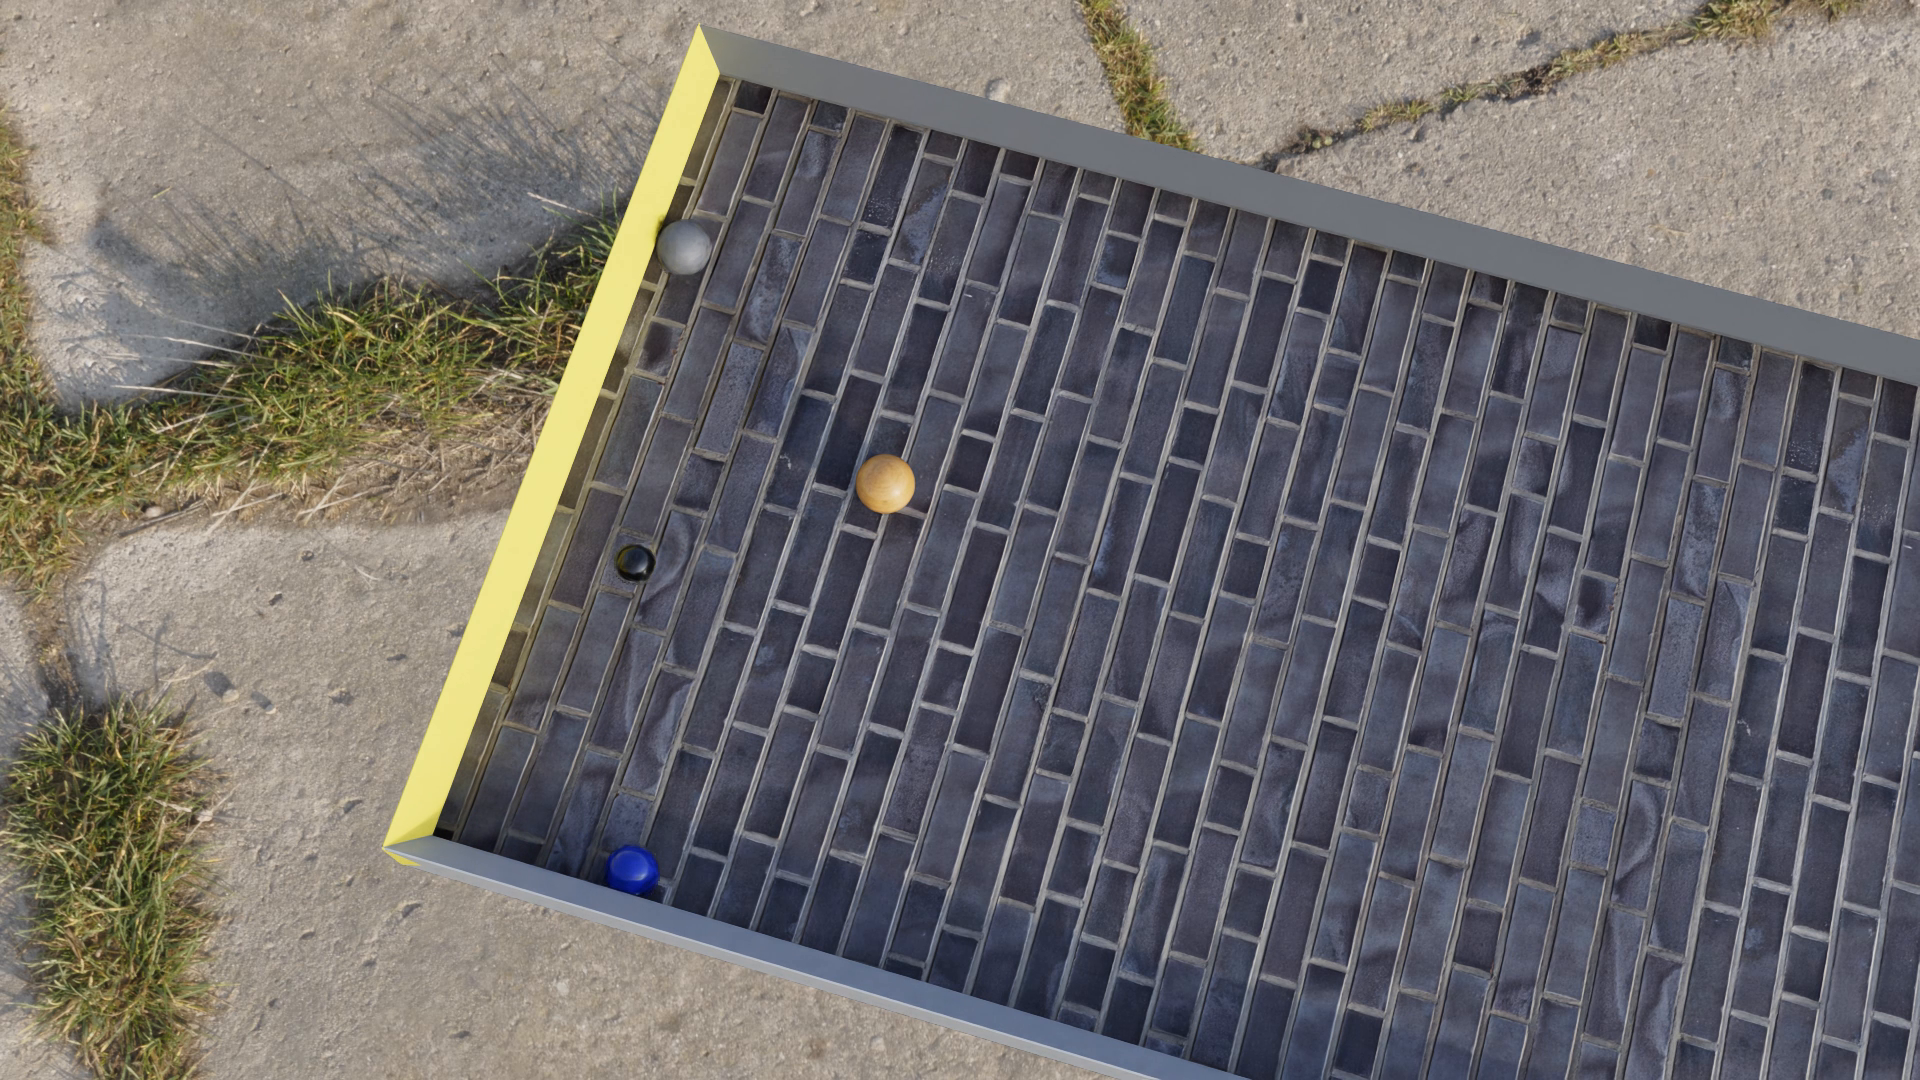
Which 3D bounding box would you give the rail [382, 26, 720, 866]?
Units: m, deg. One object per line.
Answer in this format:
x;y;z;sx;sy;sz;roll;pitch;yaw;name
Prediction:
-0.612;-0.177;3.455;0.045;0.122;1.431;16;72;5;rail

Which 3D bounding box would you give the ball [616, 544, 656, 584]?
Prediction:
-0.504;0.036;3.414;0.061;0.061;0.061;0;71;0;ball

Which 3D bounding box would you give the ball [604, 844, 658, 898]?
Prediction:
-0.486;0.490;3.248;0.079;0.079;0.079;0;71;0;ball

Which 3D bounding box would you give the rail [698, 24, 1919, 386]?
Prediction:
0.830;-0.457;3.552;2.645;0.122;0.045;16;72;5;rail

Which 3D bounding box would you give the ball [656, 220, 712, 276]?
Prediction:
-0.449;-0.475;3.576;0.089;0.089;0.089;0;71;0;ball

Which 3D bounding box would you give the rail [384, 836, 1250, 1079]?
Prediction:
0.439;0.797;3.118;2.645;0.122;0.045;16;72;5;rail

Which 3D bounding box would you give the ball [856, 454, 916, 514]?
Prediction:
-0.117;-0.088;3.440;0.094;0.094;0.094;0;71;0;ball
